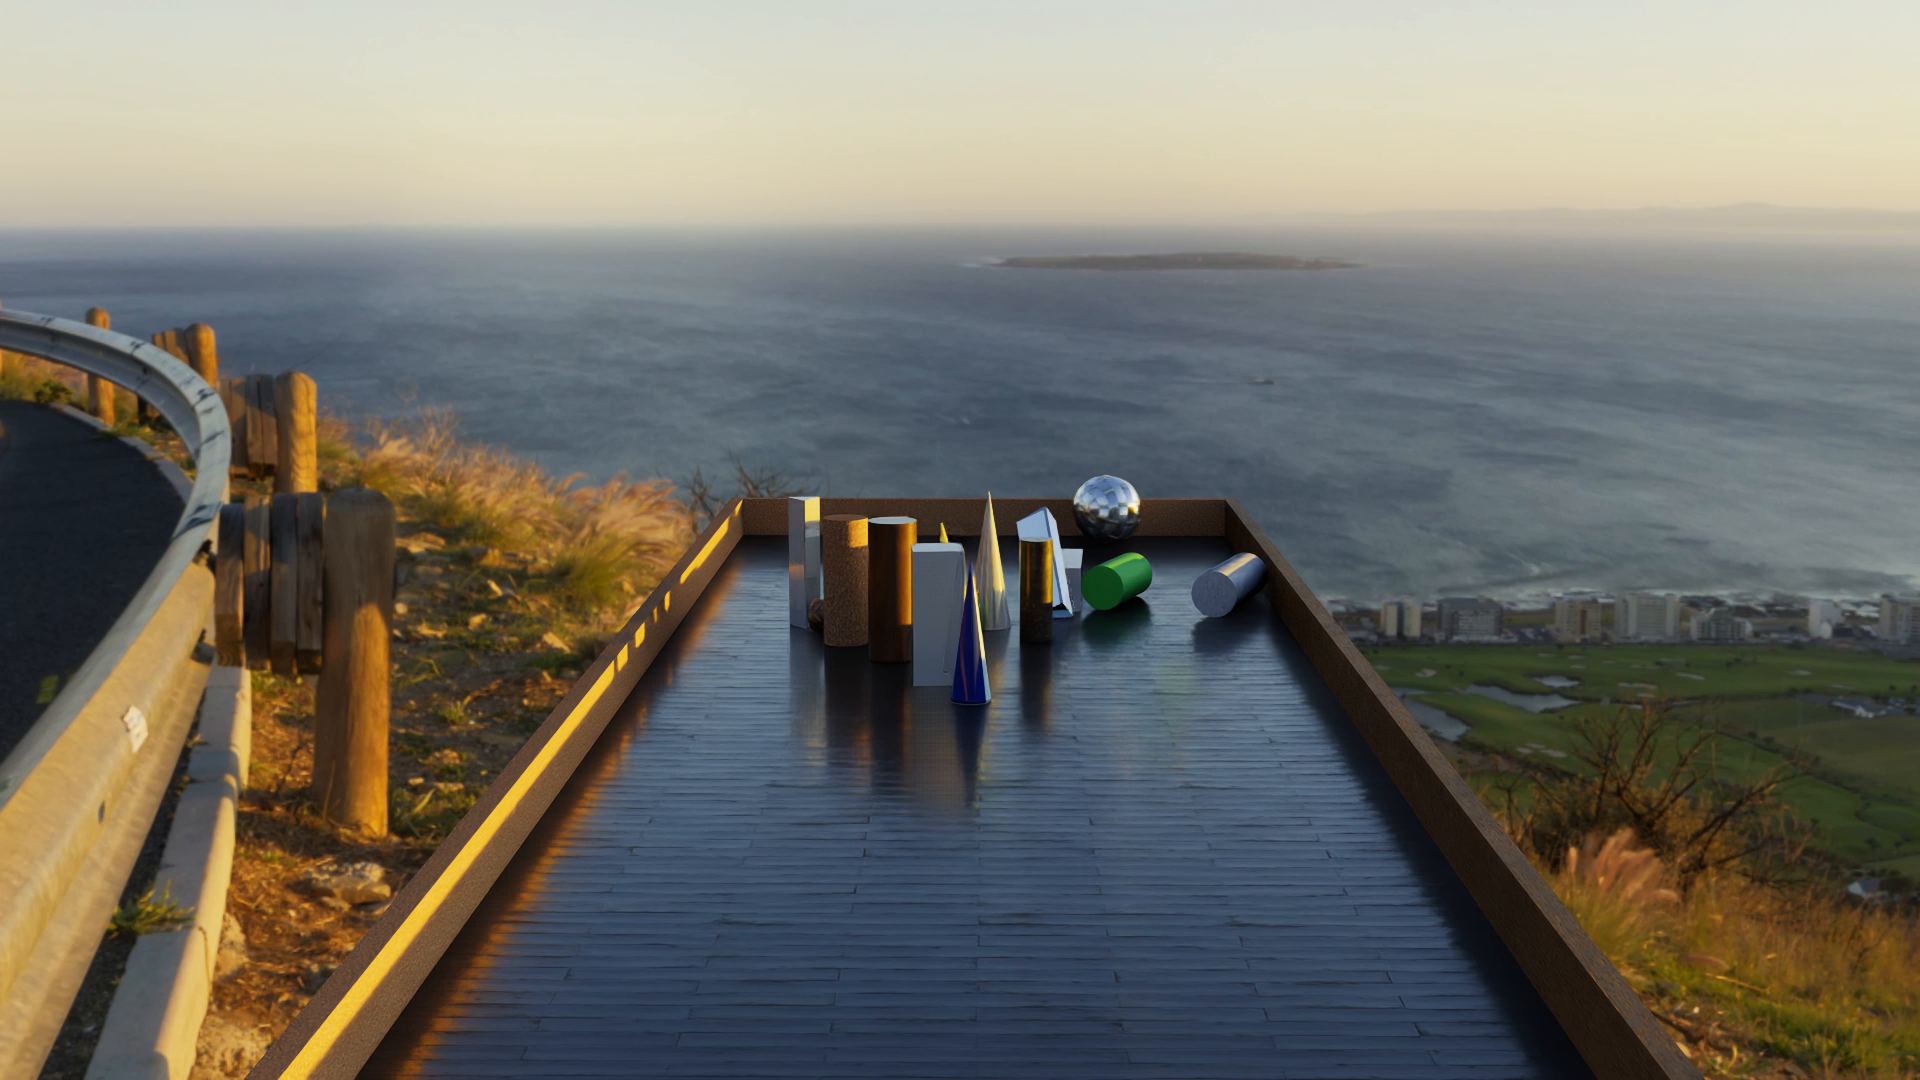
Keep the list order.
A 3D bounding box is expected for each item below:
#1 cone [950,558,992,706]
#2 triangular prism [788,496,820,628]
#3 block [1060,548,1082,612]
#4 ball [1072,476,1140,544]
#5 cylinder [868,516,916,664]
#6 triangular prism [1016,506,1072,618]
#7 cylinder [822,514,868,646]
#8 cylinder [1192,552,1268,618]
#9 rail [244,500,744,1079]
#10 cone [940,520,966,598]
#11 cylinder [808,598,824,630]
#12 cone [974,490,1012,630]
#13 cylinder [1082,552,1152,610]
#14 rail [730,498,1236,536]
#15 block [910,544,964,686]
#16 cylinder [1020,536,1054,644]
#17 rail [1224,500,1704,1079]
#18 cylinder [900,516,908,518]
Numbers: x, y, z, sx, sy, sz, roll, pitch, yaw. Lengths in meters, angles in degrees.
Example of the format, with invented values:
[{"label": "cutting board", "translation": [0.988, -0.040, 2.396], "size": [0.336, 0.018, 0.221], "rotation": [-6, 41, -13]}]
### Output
[{"label": "cone", "translation": [0.030, 0.250, 6.139], "size": [0.115, 0.405, 0.115], "rotation": [0, 9, 0]}, {"label": "triangular prism", "translation": [-0.498, 0.070, 7.216], "size": [0.086, 0.422, 0.100], "rotation": [-6, 11, -34]}, {"label": "block", "translation": [0.349, 0.137, 7.669], "size": [0.149, 0.149, 0.406], "rotation": [1, 9, 4]}, {"label": "ball", "translation": [0.594, -0.124, 8.912], "size": [0.277, 0.277, 0.277], "rotation": [0, 9, 0]}, {"label": "cylinder", "translation": [-0.205, 0.153, 6.675], "size": [0.149, 0.429, 0.149], "rotation": [0, 9, 0]}, {"label": "triangular prism", "translation": [0.308, 0.085, 7.411], "size": [0.120, 0.355, 0.138], "rotation": [14, -32, -42]}, {"label": "cylinder", "translation": [-0.361, 0.126, 6.937], "size": [0.141, 0.399, 0.141], "rotation": [0, 9, 0]}, {"label": "cylinder", "translation": [0.928, 0.152, 7.550], "size": [0.157, 0.157, 0.416], "rotation": [4, 10, 22]}, {"label": "rail", "translation": [-1.004, 0.839, 3.234], "size": [0.050, 0.150, 12.000], "rotation": [0, 9, 1]}, {"label": "cone", "translation": [-0.030, 0.134, 6.827], "size": [0.148, 0.396, 0.148], "rotation": [-8, 1, 0]}, {"label": "cylinder", "translation": [-0.326, 0.250, 7.101], "size": [0.315, 0.104, 0.104], "rotation": [4, 10, 21]}, {"label": "cone", "translation": [0.094, 0.057, 7.197], "size": [0.149, 0.455, 0.149], "rotation": [0, 9, 0]}, {"label": "cylinder", "translation": [0.546, 0.141, 7.629], "size": [0.153, 0.153, 0.309], "rotation": [4, 10, 23]}, {"label": "rail", "translation": [0.099, -0.098, 9.147], "size": [2.100, 0.150, 0.050], "rotation": [0, 9, 1]}, {"label": "block", "translation": [-0.066, 0.215, 6.394], "size": [0.147, 0.393, 0.147], "rotation": [-1, 9, -4]}, {"label": "cylinder", "translation": [0.241, 0.159, 6.960], "size": [0.105, 0.328, 0.105], "rotation": [0, 9, 0]}, {"label": "rail", "translation": [1.046, 0.843, 3.208], "size": [0.050, 0.150, 12.000], "rotation": [0, 9, 1]}, {"label": "cylinder", "translation": [-0.234, 0.100, 7.222], "size": [0.164, 0.341, 0.164], "rotation": [-6, 2, 0]}]
